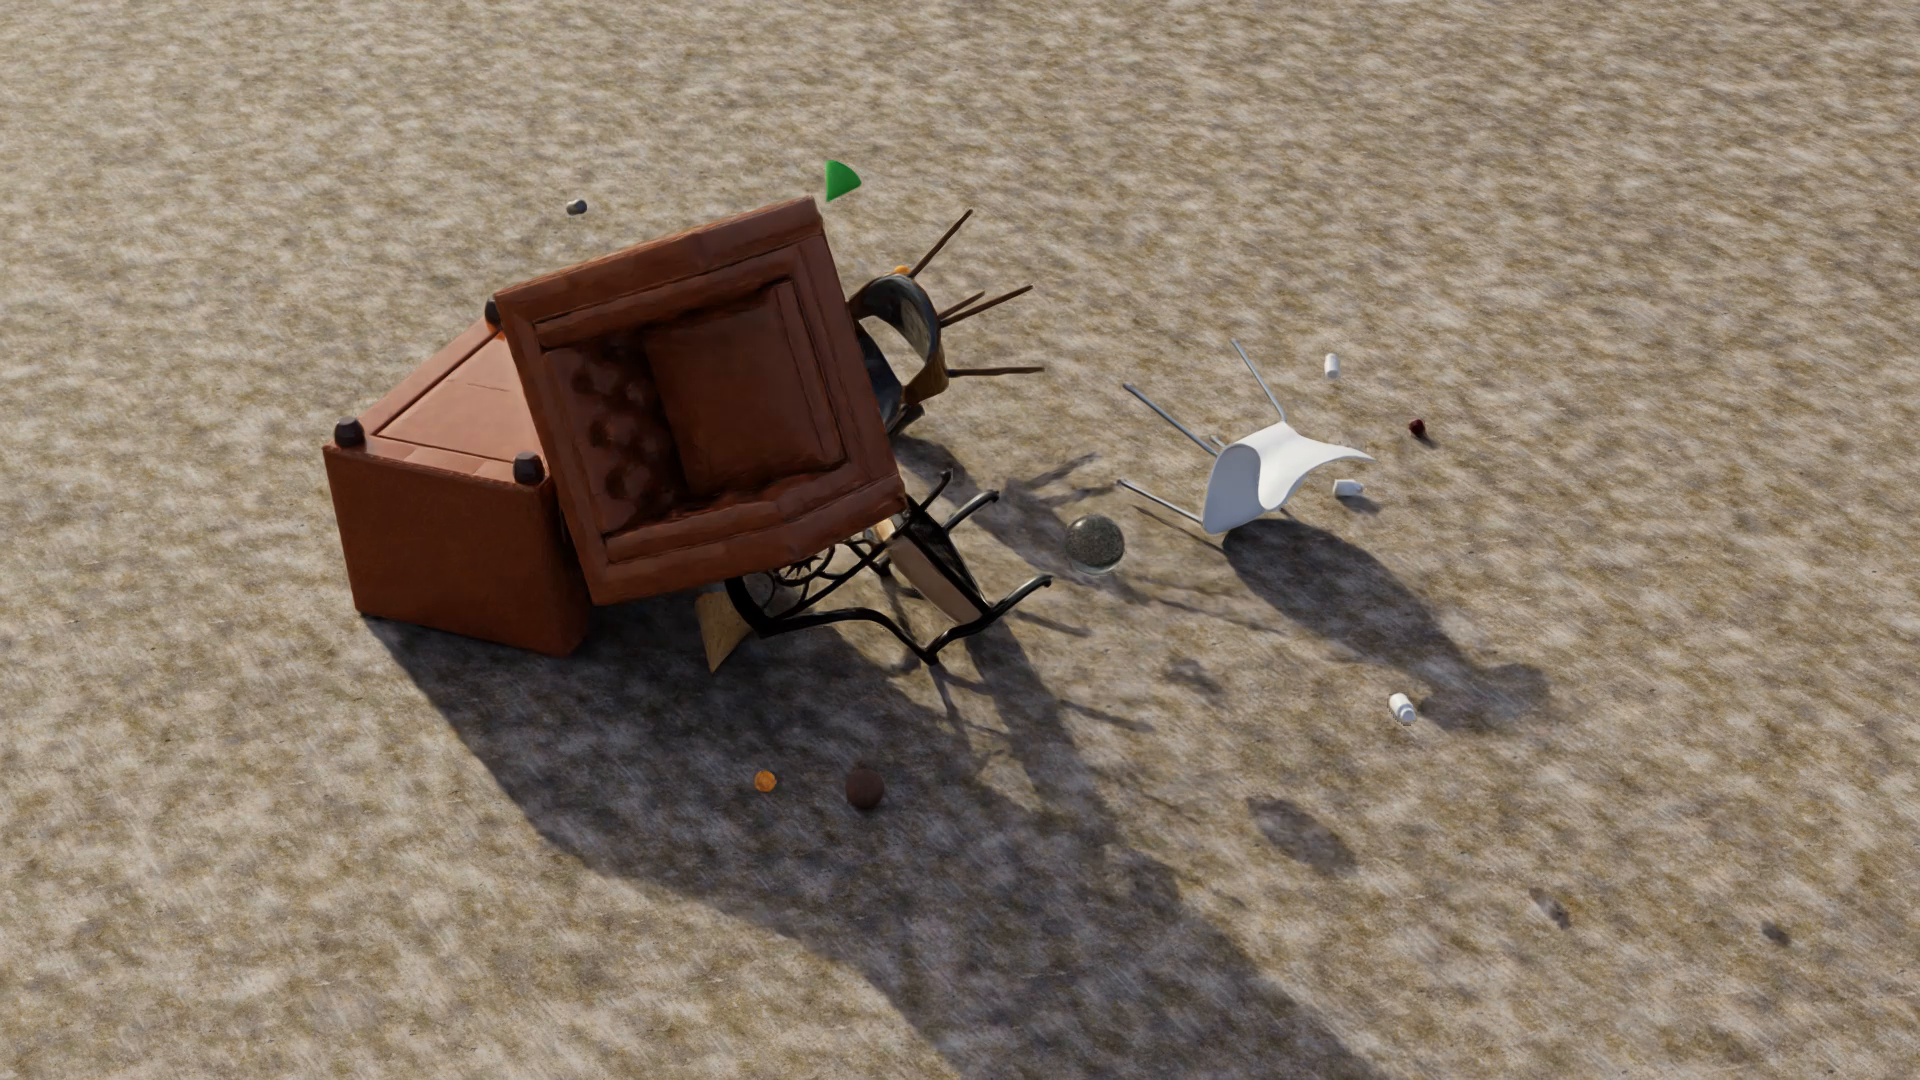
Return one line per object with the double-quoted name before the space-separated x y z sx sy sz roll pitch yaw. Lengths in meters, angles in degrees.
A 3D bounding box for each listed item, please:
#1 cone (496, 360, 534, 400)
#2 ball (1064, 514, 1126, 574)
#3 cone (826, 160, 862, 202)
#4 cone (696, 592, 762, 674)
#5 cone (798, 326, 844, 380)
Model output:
"cone" -1.820 -0.621 11.817 0.110 0.146 0.156 19 62 45
"ball" 0.459 0.015 10.020 0.209 0.209 0.209 0 33 0
"cone" -0.480 -1.349 11.244 0.156 0.187 0.136 26 75 14
"cone" -0.844 0.359 10.297 0.234 0.256 0.263 26 57 -22
"cone" -0.604 -0.715 11.812 0.236 0.250 0.144 17 44 32
